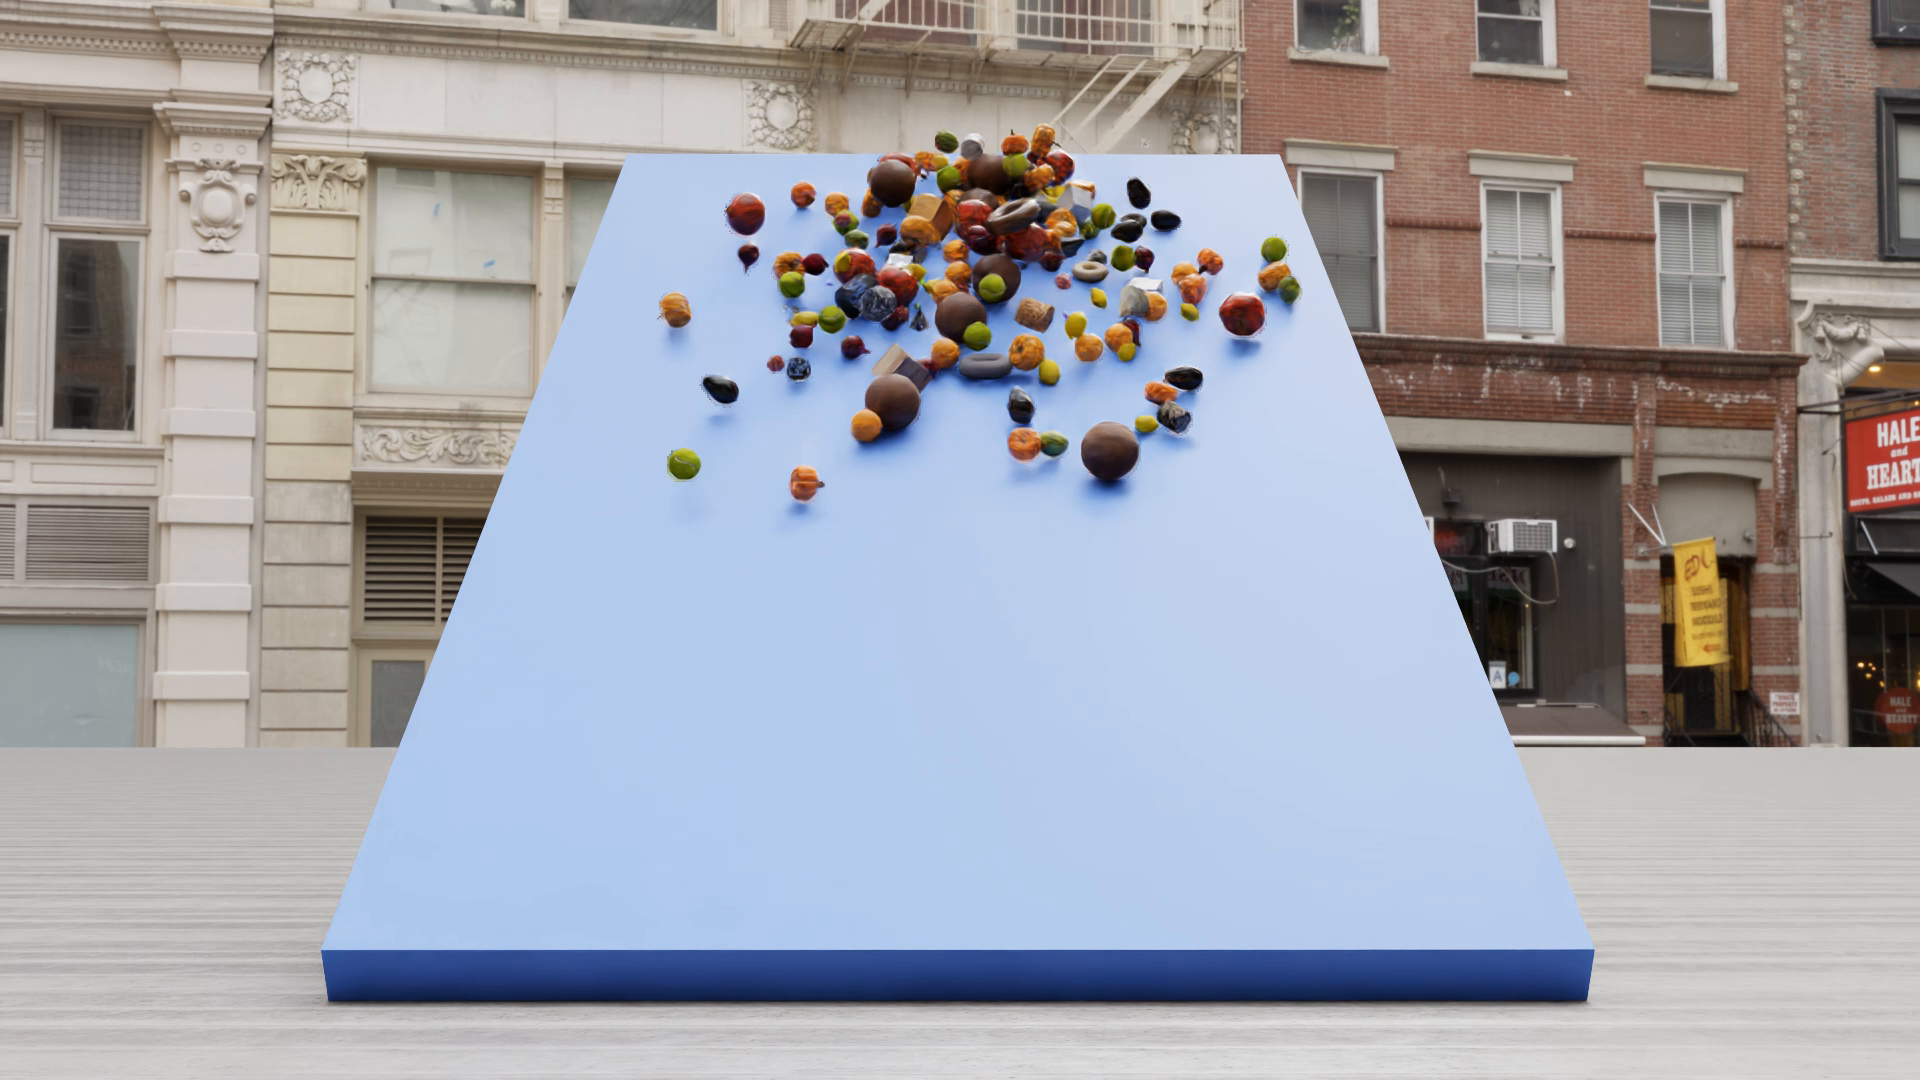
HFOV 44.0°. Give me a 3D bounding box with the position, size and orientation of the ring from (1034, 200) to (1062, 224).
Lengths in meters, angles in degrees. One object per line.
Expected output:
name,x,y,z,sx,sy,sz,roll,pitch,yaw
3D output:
ring,0.239,-0.921,6.661,0.113,0.038,0.113,15,-10,3

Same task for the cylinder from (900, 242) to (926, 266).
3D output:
cylinder,-0.126,-0.773,6.405,0.053,0.053,0.053,2,22,-25

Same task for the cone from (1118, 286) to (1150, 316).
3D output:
cone,0.414,-0.576,5.898,0.082,0.082,0.082,-5,32,44

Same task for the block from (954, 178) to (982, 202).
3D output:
block,0.023,-1.017,6.887,0.052,0.052,0.052,-7,20,34

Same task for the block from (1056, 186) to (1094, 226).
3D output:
block,0.319,-0.925,6.562,0.068,0.068,0.068,14,-40,-33

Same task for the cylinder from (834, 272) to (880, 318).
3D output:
cylinder,-0.259,-0.623,6.049,0.087,0.087,0.087,-6,27,50

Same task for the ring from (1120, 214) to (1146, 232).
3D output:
ring,0.489,-0.895,6.687,0.075,0.025,0.075,-4,39,4

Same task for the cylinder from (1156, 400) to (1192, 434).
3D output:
cylinder,0.490,-0.282,5.441,0.057,0.057,0.057,38,18,32

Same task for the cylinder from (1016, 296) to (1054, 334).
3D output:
cylinder,0.185,-0.555,5.857,0.071,0.071,0.071,24,4,20

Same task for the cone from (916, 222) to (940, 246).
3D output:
cone,-0.103,-0.823,6.501,0.073,0.073,0.073,-4,35,41

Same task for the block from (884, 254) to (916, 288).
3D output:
block,-0.159,-0.711,6.279,0.064,0.064,0.064,6,40,12

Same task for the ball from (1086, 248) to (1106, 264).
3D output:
ball,0.368,-0.758,6.397,0.054,0.054,0.054,0,-5,0

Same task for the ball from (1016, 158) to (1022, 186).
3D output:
ball,0.171,-1.084,7.001,0.082,0.082,0.082,0,-5,0

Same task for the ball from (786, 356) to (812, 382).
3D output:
ball,-0.388,-0.410,5.707,0.062,0.062,0.062,0,-5,0

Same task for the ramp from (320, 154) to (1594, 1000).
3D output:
ramp,-0.011,-0.226,5.528,2.000,0.100,4.000,0,27,0

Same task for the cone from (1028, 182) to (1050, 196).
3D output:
cone,0.229,-0.991,6.878,0.066,0.066,0.066,-1,-36,0

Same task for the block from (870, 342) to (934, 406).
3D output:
block,-0.137,-0.392,5.601,0.090,0.090,0.090,37,7,-33

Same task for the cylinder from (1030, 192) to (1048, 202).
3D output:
cylinder,0.225,-0.953,6.740,0.052,0.052,0.052,-1,-18,12

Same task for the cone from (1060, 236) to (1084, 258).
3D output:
cone,0.302,-0.769,6.153,0.061,0.061,0.061,-19,-14,32

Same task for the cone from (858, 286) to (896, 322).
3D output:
cone,-0.214,-0.603,5.868,0.097,0.097,0.097,-1,-18,10

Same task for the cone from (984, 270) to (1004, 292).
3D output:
cone,0.099,-0.693,6.255,0.054,0.054,0.054,15,33,-10

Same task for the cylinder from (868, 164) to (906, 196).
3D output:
cylinder,-0.213,-1.051,6.932,0.084,0.084,0.084,-16,4,-29

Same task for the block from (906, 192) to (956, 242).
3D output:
block,-0.080,-0.894,6.574,0.087,0.087,0.087,19,-13,34

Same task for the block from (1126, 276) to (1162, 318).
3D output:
block,0.473,-0.625,6.113,0.077,0.077,0.077,10,29,18

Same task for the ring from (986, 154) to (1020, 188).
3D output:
ring,0.131,-1.060,6.823,0.120,0.040,0.120,13,-30,7

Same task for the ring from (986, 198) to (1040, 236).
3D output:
ring,0.136,-0.837,6.146,0.149,0.050,0.149,-21,22,9

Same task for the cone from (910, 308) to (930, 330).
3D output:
cone,-0.102,-0.565,6.021,0.053,0.053,0.053,0,27,0

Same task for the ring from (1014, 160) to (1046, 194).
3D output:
ring,0.199,-1.033,6.748,0.037,0.112,0.112,-35,-23,28

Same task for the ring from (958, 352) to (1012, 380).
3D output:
ring,0.061,-0.420,5.739,0.133,0.044,0.133,-2,19,1

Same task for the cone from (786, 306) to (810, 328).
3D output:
cone,-0.401,-0.561,6.038,0.058,0.058,0.058,15,-12,-32

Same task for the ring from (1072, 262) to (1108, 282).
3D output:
ring,0.348,-0.716,6.337,0.099,0.033,0.099,1,28,-1

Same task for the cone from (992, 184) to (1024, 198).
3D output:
cone,0.152,-1.026,6.923,0.088,0.088,0.088,38,-8,-2
